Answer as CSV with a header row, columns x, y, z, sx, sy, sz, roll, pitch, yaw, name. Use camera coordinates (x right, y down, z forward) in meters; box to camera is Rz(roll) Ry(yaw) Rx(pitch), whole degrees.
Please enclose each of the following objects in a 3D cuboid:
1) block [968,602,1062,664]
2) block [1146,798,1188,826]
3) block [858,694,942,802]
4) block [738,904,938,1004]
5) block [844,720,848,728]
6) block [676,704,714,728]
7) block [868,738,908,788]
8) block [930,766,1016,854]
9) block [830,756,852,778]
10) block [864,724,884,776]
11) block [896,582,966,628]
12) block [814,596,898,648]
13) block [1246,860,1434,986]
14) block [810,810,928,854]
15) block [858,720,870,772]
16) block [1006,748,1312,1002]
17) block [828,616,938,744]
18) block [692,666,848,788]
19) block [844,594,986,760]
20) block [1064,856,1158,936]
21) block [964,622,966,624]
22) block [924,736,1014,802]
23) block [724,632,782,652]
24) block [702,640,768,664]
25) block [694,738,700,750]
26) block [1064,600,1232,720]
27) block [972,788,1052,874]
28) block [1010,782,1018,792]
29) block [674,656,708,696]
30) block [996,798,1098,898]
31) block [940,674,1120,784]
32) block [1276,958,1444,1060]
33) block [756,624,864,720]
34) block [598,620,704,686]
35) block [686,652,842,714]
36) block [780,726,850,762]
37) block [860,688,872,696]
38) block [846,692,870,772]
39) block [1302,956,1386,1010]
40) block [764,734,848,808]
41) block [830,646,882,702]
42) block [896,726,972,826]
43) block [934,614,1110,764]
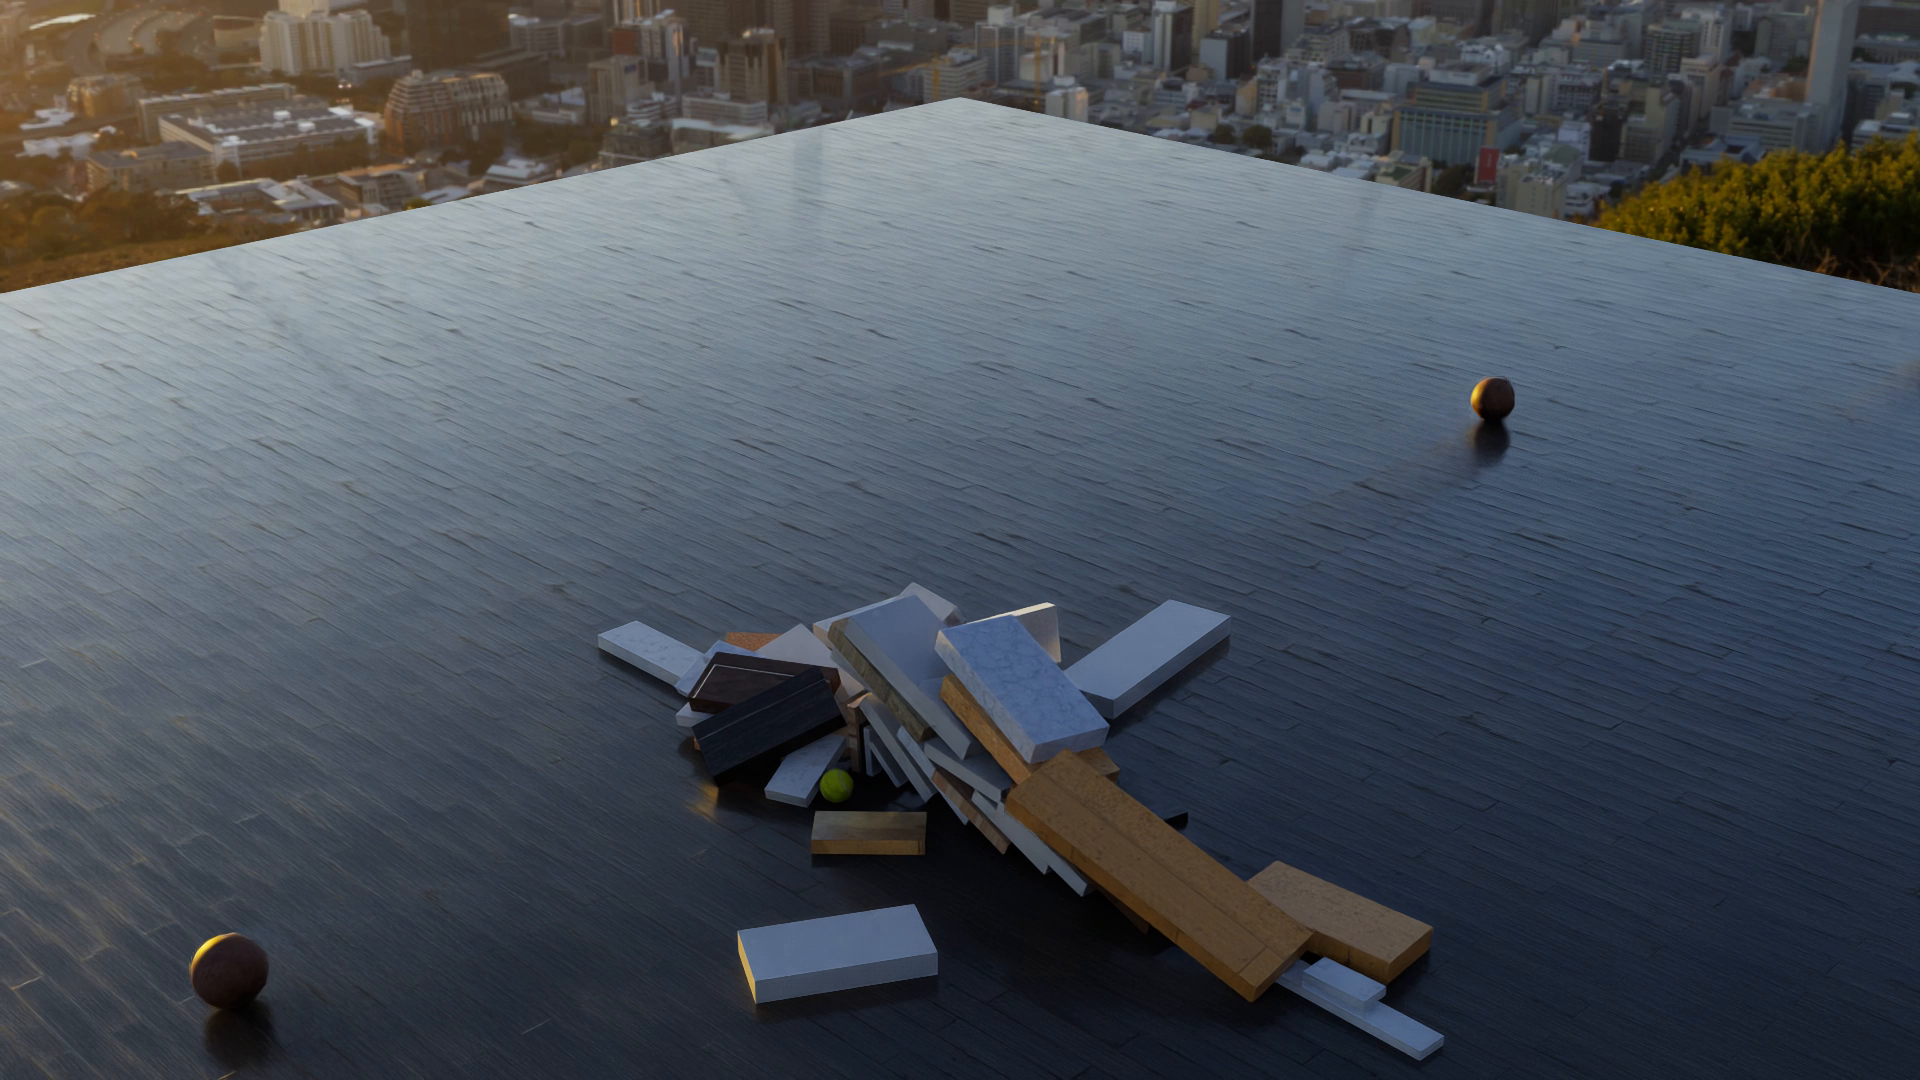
x,y,z,sx,sy,sz,roll,pitch,yaw,name
0.082,0.246,5.001,0.319,0.136,0.039,-14,16,-29,block
0.387,0.558,4.422,0.129,0.018,0.064,-14,26,-29,block
-0.089,0.413,4.556,0.126,0.036,0.252,-21,68,-41,block
-0.221,0.741,3.953,0.330,0.047,0.165,-6,24,-14,block
-0.246,0.399,4.728,0.093,0.026,0.185,-44,40,-21,block
-0.507,0.379,4.751,0.188,0.027,0.094,7,29,23,block
-0.140,0.457,4.570,0.054,0.109,0.015,-27,-9,-47,block
0.057,0.522,4.382,0.112,0.032,0.223,-21,54,-40,block
-0.296,0.456,4.659,0.150,0.021,0.075,17,29,35,block
-0.175,0.434,4.599,0.015,0.109,0.054,12,26,36,block
-0.160,0.251,4.891,0.335,0.047,0.167,-45,40,-15,block
-0.193,0.200,5.159,0.273,0.039,0.136,-17,28,-35,block
0.677,0.697,4.028,0.330,0.047,0.165,20,27,34,block
-0.179,0.580,4.354,0.223,0.032,0.112,0,23,1,block
-0.185,0.429,4.610,0.015,0.109,0.054,12,25,35,block
0.356,0.602,4.011,0.589,0.047,0.165,36,52,27,block
-0.119,0.273,4.526,0.148,0.042,0.328,-15,50,-39,block
-0.399,0.389,4.596,0.295,0.042,0.148,-26,48,-5,block
-0.045,0.275,4.483,0.179,0.051,0.391,-18,52,-40,block
0.319,0.634,4.141,0.126,0.036,0.252,-15,40,-36,block
-0.111,0.262,4.994,0.136,0.039,0.273,16,43,27,block
0.045,0.447,4.384,0.112,0.032,0.223,-19,35,-39,block
-0.436,0.257,5.115,0.226,0.032,0.113,2,23,4,block
-0.499,0.266,4.883,0.129,0.018,0.064,17,40,24,block
-0.468,0.423,4.730,0.188,0.027,0.094,3,23,7,block
0.421,0.269,5.067,0.167,0.047,0.533,15,27,32,block
0.137,0.554,4.318,0.112,0.032,0.223,-19,49,-39,block
0.221,0.526,4.221,0.126,0.036,0.252,-14,32,-35,block
-0.531,0.333,4.856,0.188,0.027,0.094,26,64,33,block
0.200,0.575,4.256,0.126,0.036,0.252,-19,49,-39,block
0.135,0.377,4.326,0.179,0.051,0.358,-13,43,-34,block
0.655,0.798,3.855,0.066,0.019,0.419,-20,30,-39,block
-0.338,0.311,4.826,0.167,0.047,0.335,-32,35,-16,block
-0.654,0.283,5.054,0.113,0.032,0.441,-21,31,-40,block
-0.421,0.323,4.735,0.295,0.042,0.148,6,41,22,block
-0.304,0.435,4.641,0.150,0.021,0.075,-8,31,0,block
-0.100,0.316,4.742,0.112,0.032,0.223,47,44,11,block
-0.201,0.404,4.614,0.021,0.150,0.075,11,25,34,block
0.674,0.777,3.857,0.131,0.019,0.066,21,31,40,block
-0.318,0.471,4.551,0.095,0.027,0.190,10,41,22,block
-0.135,0.284,4.569,0.252,0.036,0.126,38,40,21,block
-0.007,0.462,4.482,0.126,0.036,0.252,-14,53,-38,block
0.120,0.291,4.352,0.179,0.051,0.358,-11,42,-32,block
